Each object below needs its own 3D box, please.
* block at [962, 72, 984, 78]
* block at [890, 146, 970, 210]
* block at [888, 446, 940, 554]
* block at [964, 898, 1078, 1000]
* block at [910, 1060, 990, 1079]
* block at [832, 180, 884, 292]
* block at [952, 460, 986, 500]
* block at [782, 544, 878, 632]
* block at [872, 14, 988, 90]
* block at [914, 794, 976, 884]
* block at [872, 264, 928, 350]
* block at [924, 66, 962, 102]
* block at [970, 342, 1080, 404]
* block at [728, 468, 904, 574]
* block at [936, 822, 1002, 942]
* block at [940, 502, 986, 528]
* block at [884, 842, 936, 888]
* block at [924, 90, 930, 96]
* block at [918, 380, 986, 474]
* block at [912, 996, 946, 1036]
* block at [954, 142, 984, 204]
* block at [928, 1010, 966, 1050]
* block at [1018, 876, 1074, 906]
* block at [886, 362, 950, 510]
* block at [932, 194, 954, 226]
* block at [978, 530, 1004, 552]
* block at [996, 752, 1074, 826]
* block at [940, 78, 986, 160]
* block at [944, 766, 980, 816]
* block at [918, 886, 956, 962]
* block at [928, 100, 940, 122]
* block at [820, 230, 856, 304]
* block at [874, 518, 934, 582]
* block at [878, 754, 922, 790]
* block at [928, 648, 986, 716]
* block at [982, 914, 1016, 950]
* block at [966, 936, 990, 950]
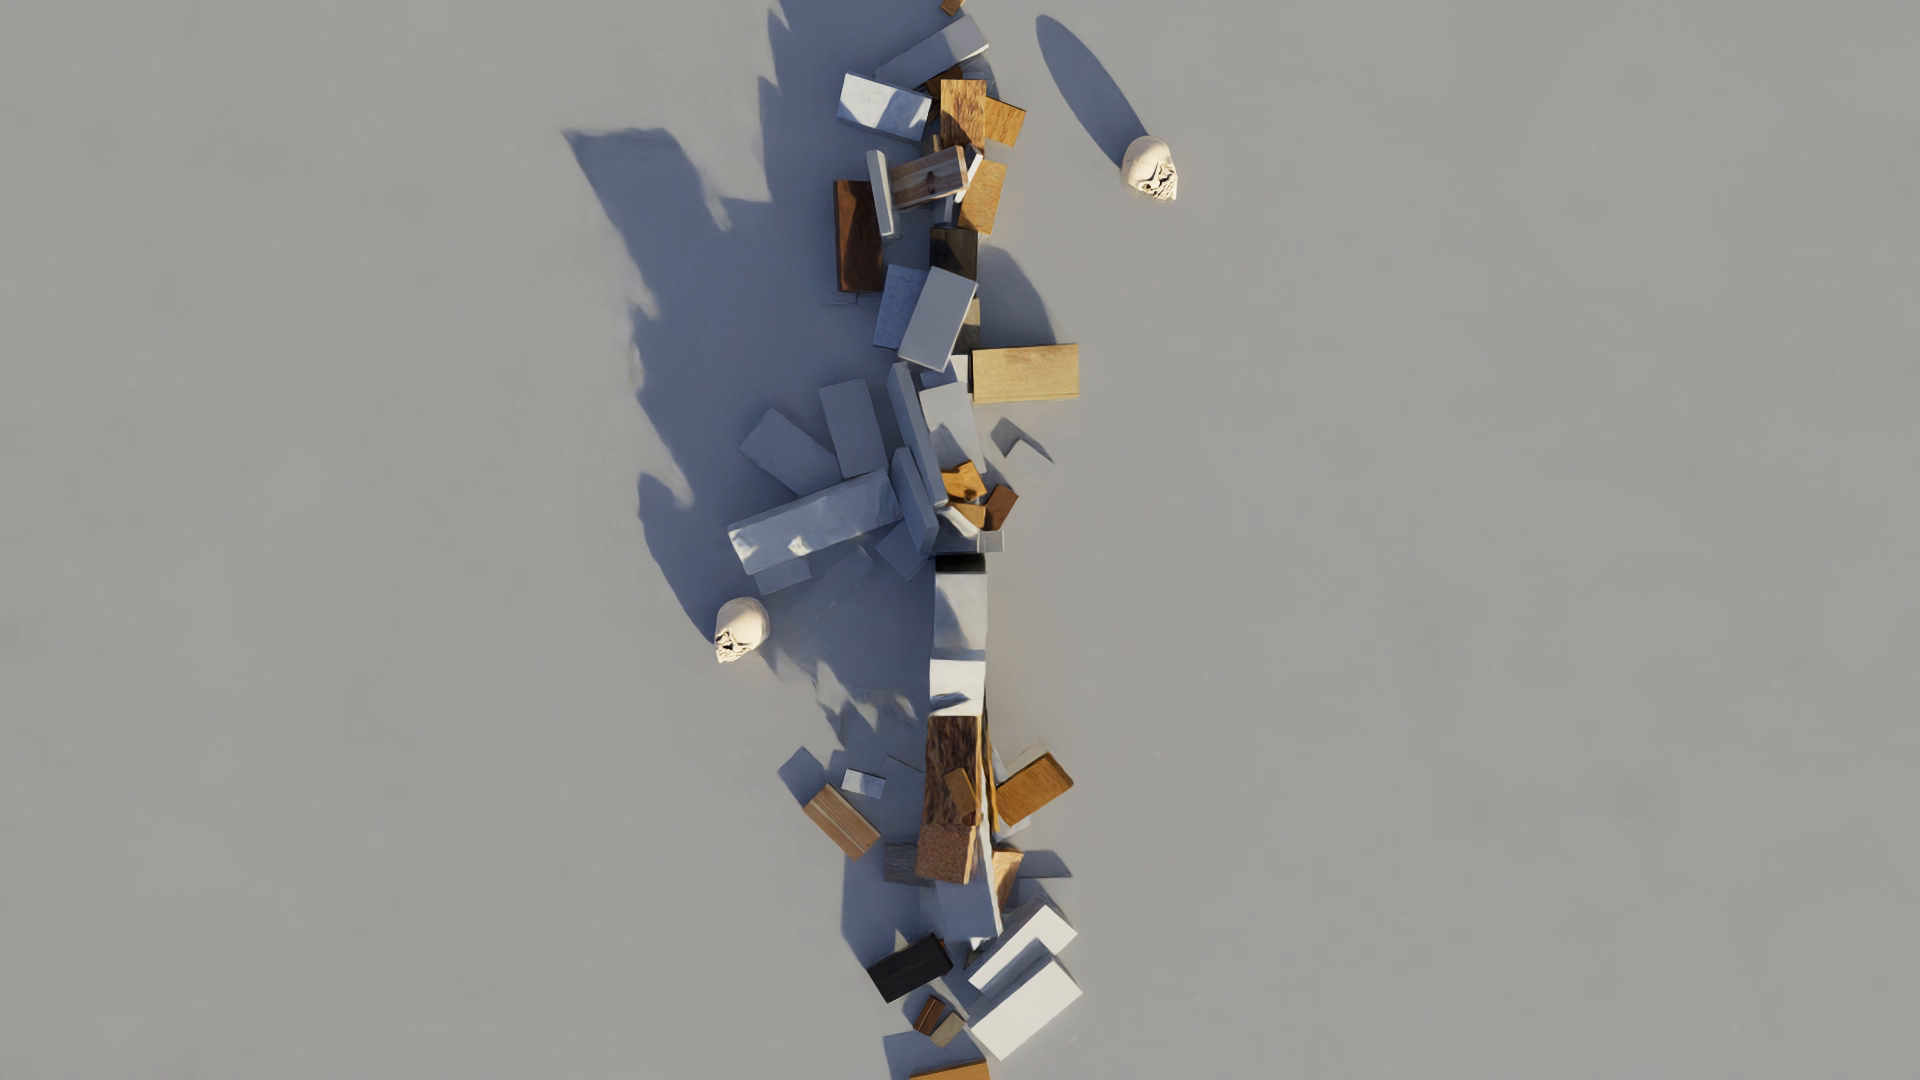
[{"bbox_3d":[0.047,-1.479,5.465,0.068,0.019,0.136,-3,96,3],"label":"block"},{"bbox_3d":[-0.101,-1.185,5.406,0.274,0.039,0.137,-11,90,35],"label":"block"},{"bbox_3d":[-0.151,-0.130,5.359,0.044,0.156,0.312,-12,62,-19],"label":"block"},{"bbox_3d":[0.201,1.361,5.439,0.353,0.050,0.176,-45,116,0],"label":"block"},{"bbox_3d":[-0.027,1.822,5.482,0.261,0.037,0.130,-12,90,0],"label":"block"},{"bbox_3d":[-0.337,-1.001,5.446,0.146,0.041,0.361,-3,91,-27],"label":"block"},{"bbox_3d":[0.032,-0.195,5.339,0.065,0.018,0.130,-23,122,8],"label":"block"},{"bbox_3d":[-0.433,0.163,5.487,0.344,0.026,0.090,-41,90,0],"label":"block"},{"bbox_3d":[-0.098,-1.594,5.469,0.376,0.034,0.122,-30,87,3],"label":"block"},{"bbox_3d":[-0.036,0.900,5.195,0.168,0.048,0.336,8,91,21],"label":"block"},{"bbox_3d":[-0.195,-0.768,5.481,0.137,0.039,0.274,12,90,0],"label":"block"},{"bbox_3d":[-0.044,-1.513,5.470,0.136,0.019,0.068,-31,90,-18],"label":"block"},{"bbox_3d":[0.214,-0.551,5.433,0.350,0.050,0.175,-4,105,-7],"label":"block"},{"bbox_3d":[-0.475,-0.061,5.433,0.553,0.050,0.175,-20,121,0],"label":"block"},{"bbox_3d":[0.016,1.082,5.229,0.176,0.050,0.353,-11,86,20],"label":"block"},{"bbox_3d":[0.010,-0.084,5.353,0.140,0.020,0.070,8,97,11],"label":"block"},{"bbox_3d":[-0.131,1.074,5.427,0.248,0.035,0.124,1,88,26],"label":"block"},{"bbox_3d":[-0.089,-1.498,5.493,0.050,0.014,0.101,16,90,0],"label":"block"},{"bbox_3d":[-0.024,-0.351,5.353,0.152,0.043,0.304,-14,94,2],"label":"block"},{"bbox_3d":[-0.102,1.584,5.492,0.060,0.017,0.120,29,90,0],"label":"block"},{"bbox_3d":[0.014,-1.205,5.418,0.025,0.088,0.176,12,121,-30],"label":"block"},{"bbox_3d":[-0.041,1.632,5.492,0.060,0.017,0.120,43,90,0],"label":"block"},{"bbox_3d":[0.286,1.168,5.487,0.181,0.026,0.090,-1,90,0],"label":"block"},{"bbox_3d":[-0.140,-0.325,5.355,0.044,0.156,0.491,-13,74,-16],"label":"block"},{"bbox_3d":[-0.052,-1.132,5.455,0.025,0.088,0.176,7,90,-27],"label":"block"},{"bbox_3d":[-0.018,0.011,5.465,0.325,0.020,0.070,-3,90,9],"label":"block"},{"bbox_3d":[0.223,0.810,5.350,0.281,0.037,0.130,-38,93,30],"label":"block"},{"bbox_3d":[0.009,-1.364,5.423,0.146,0.041,0.293,2,113,1],"label":"block"},{"bbox_3d":[0.005,0.776,5.088,0.068,0.019,0.135,-29,73,17],"label":"block"},{"bbox_3d":[-0.071,1.191,5.482,0.124,0.035,0.410,2,90,0],"label":"block"},{"bbox_3d":[-0.084,-1.442,5.478,0.050,0.014,0.101,42,87,-5],"label":"block"},{"bbox_3d":[-0.406,-0.909,5.483,0.122,0.034,0.243,0,90,0],"label":"block"},{"bbox_3d":[-0.117,-0.023,5.449,0.304,0.043,0.152,-43,74,-3],"label":"block"},{"bbox_3d":[-0.199,0.776,5.490,0.135,0.019,0.068,26,90,0],"label":"block"},{"bbox_3d":[-0.011,0.470,5.166,0.168,0.362,0.048,2,48,-1],"label":"block"},{"bbox_3d":[0.129,1.306,5.456,0.075,0.021,0.150,9,107,-22],"label":"block"},{"bbox_3d":[0.050,1.256,5.372,0.075,0.021,0.150,-33,126,-29],"label":"block"}]
